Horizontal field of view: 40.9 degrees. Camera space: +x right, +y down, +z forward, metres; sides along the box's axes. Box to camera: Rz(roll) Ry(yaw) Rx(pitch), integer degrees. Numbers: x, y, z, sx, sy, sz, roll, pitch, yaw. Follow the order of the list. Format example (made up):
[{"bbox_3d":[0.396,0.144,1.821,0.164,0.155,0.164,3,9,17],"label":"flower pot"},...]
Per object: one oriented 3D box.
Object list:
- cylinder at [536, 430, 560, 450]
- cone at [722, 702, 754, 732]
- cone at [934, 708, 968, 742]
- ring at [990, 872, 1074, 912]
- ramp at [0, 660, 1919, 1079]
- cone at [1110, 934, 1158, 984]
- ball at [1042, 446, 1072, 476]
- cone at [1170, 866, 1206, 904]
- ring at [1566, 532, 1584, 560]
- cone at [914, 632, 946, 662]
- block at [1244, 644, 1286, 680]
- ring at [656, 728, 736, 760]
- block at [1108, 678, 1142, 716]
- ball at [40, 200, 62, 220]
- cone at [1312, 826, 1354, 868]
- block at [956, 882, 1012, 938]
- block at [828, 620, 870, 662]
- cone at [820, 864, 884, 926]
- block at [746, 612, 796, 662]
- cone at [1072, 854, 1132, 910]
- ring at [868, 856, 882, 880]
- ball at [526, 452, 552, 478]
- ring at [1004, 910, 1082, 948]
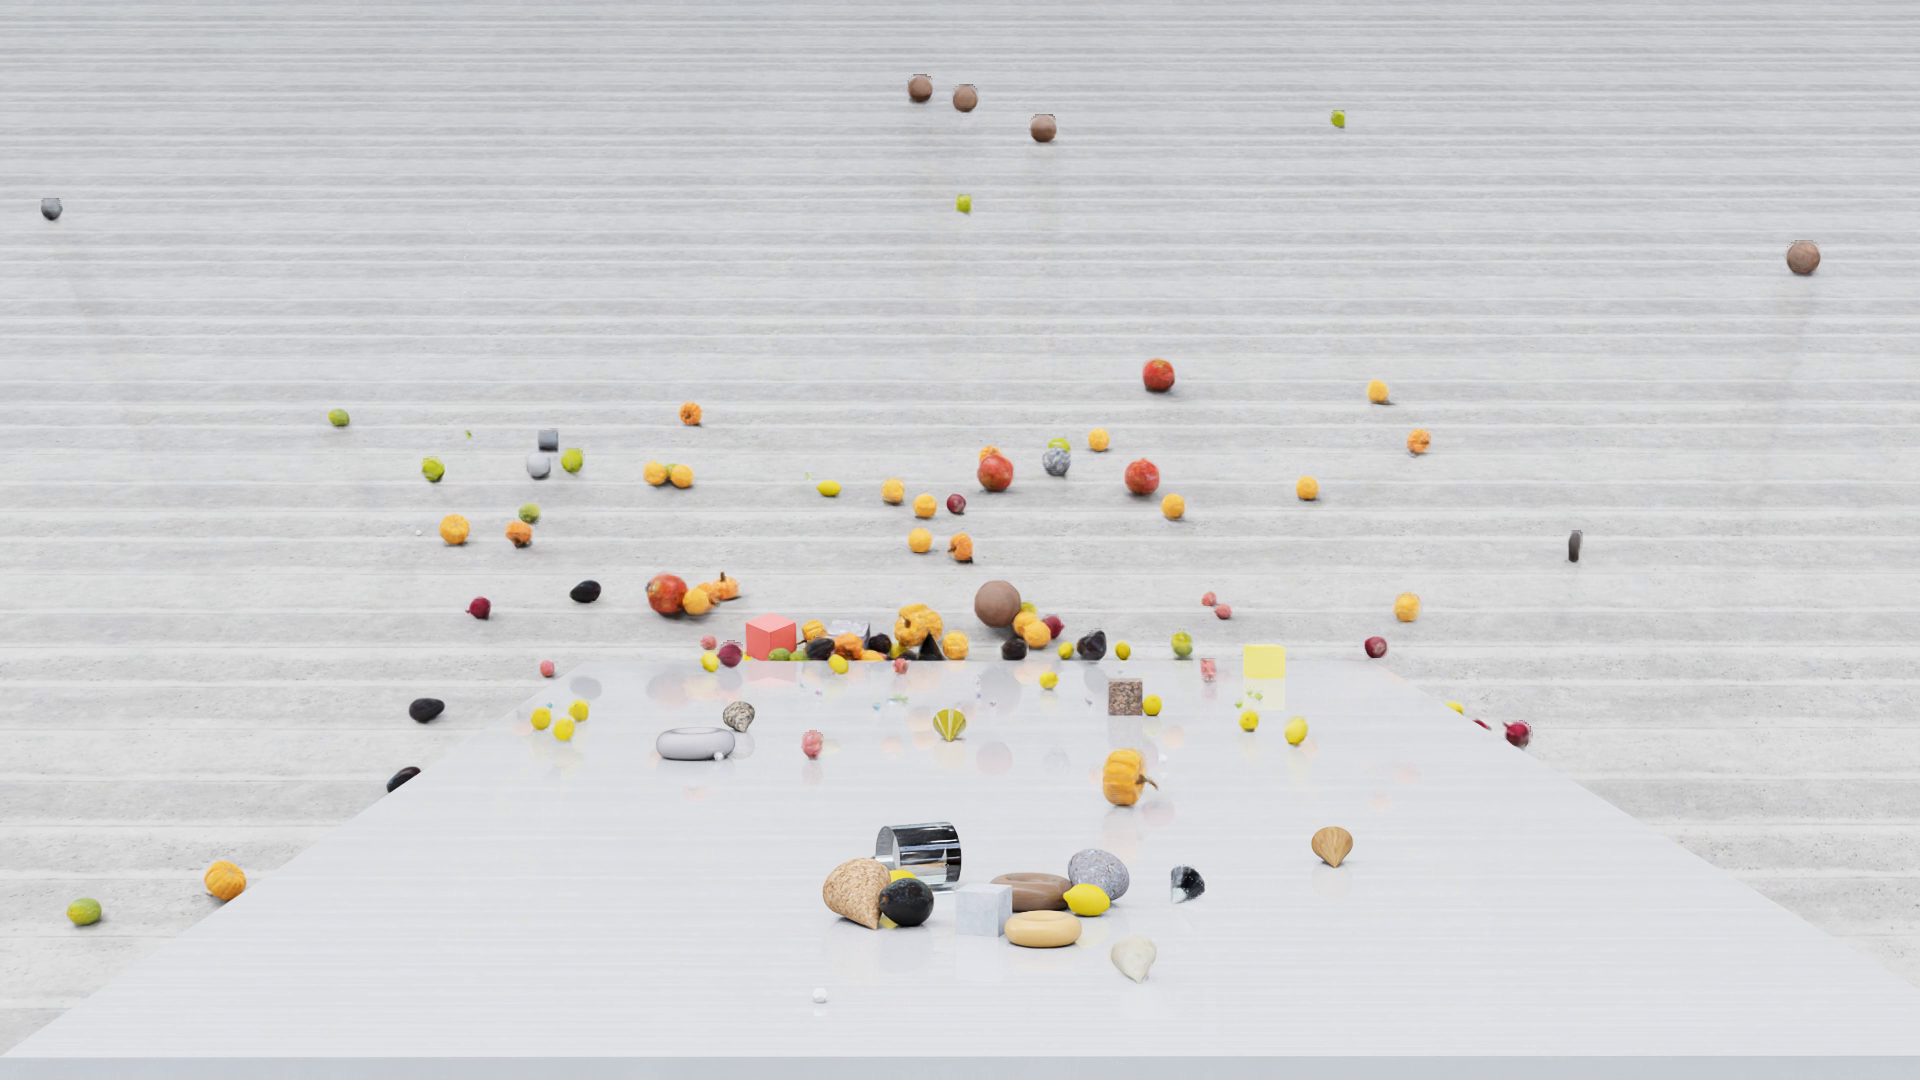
[{"bbox_3d":[-1.323,-0.320,8.268,0.059,0.059,0.059,14,16,-21],"label":"cylinder"},{"bbox_3d":[-0.434,0.365,5.100,0.065,0.065,0.065,-5,31,-12],"label":"cone"},{"bbox_3d":[-0.021,0.372,4.960,0.066,0.066,0.066,1,34,3],"label":"cone"},{"bbox_3d":[0.091,0.451,3.297,0.113,0.038,0.113,1,2,0],"label":"ring"},{"bbox_3d":[0.051,0.458,4.533,2.000,0.100,4.000,0,3,0],"label":"ramp"},{"bbox_3d":[0.197,0.479,2.874,0.053,0.053,0.053,-1,30,-3],"label":"cone"},{"bbox_3d":[0.303,-0.247,8.047,0.090,0.090,0.090,0,22,0],"label":"ball"},{"bbox_3d":[0.285,0.457,3.329,0.050,0.050,0.050,12,35,27],"label":"cone"},{"bbox_3d":[1.764,0.020,7.382,0.029,0.087,0.087,22,28,18],"label":"ring"},{"bbox_3d":[-0.079,0.278,6.739,0.087,0.087,0.087,0,22,0],"label":"cone"},{"bbox_3d":[0.726,0.290,6.130,0.075,0.075,0.075,-1,3,-16],"label":"block"},{"bbox_3d":[-0.487,0.375,4.731,0.146,0.049,0.146,-1,3,0],"label":"ring"},{"bbox_3d":[0.346,0.329,5.395,0.071,0.071,0.071,0,3,1],"label":"block"},{"bbox_3d":[-3.868,-1.407,10.947,0.086,0.086,0.086,0,22,0],"label":"ball"},{"bbox_3d":[0.523,0.442,3.596,0.059,0.059,0.059,1,29,3],"label":"cone"},{"bbox_3d":[0.029,0.451,3.135,0.054,0.054,0.054,1,3,19],"label":"block"},{"bbox_3d":[-0.291,0.275,6.732,0.098,0.098,0.098,2,22,5],"label":"block"},{"bbox_3d":[-0.116,0.456,3.181,0.089,0.089,0.089,-11,12,-25],"label":"cone"},{"bbox_3d":[-0.497,0.260,6.776,0.094,0.094,0.094,20,29,40],"label":"block"},{"bbox_3d":[0.166,0.452,3.281,0.083,0.083,0.083,10,15,24],"label":"cone"},{"bbox_3d":[-0.078,0.444,3.495,0.098,0.033,0.098,0,4,0],"label":"ring"},{"bbox_3d":[-1.316,-0.234,8.027,0.080,0.080,0.080,0,22,0],"label":"ball"},{"bbox_3d":[0.099,0.466,3.079,0.094,0.031,0.094,-1,4,0],"label":"ring"}]
